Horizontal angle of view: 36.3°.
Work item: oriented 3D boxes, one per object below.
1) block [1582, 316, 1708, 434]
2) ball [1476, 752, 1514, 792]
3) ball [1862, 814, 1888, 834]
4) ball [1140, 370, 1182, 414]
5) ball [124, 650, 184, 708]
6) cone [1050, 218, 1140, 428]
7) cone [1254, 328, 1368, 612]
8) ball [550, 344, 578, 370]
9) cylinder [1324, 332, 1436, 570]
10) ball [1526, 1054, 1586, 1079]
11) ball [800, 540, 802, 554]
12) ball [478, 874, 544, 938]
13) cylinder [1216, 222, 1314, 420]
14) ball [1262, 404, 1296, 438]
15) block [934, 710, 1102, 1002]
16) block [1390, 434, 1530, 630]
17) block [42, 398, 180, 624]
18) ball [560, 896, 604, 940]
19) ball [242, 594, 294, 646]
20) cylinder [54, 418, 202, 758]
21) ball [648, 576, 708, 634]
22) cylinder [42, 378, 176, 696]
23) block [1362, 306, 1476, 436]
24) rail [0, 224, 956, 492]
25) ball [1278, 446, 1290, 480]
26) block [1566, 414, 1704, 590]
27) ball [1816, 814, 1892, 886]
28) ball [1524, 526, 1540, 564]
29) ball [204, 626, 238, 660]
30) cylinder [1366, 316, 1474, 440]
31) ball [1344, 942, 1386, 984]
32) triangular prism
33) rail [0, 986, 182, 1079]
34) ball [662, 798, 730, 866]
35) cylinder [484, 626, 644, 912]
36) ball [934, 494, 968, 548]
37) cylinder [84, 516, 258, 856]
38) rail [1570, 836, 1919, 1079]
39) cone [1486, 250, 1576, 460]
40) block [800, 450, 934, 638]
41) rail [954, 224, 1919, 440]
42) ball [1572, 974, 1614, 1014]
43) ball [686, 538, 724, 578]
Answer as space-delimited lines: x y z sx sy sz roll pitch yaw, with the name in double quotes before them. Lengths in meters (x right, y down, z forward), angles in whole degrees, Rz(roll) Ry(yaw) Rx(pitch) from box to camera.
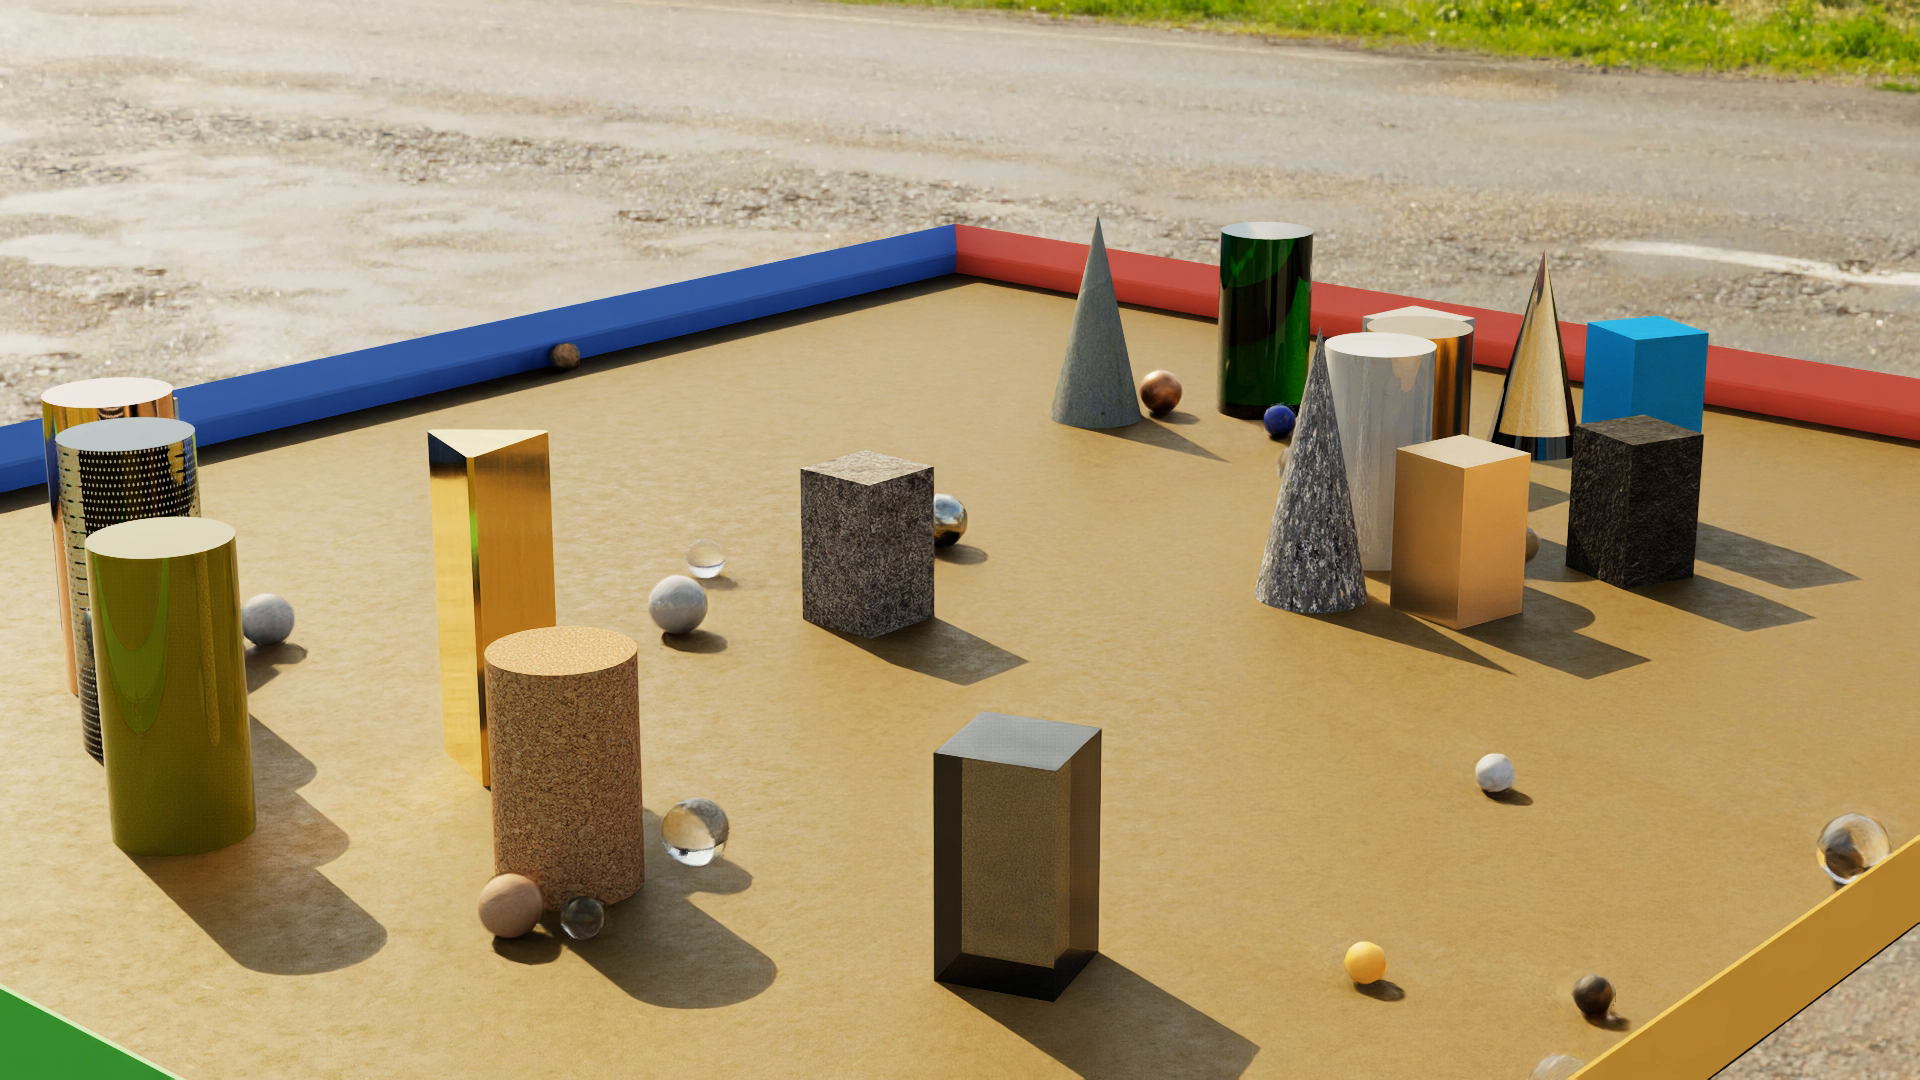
"block" 1.284 -0.217 5.527 0.159 0.374 0.159 -6 18 -20
"ball" 0.774 0.336 4.241 0.056 0.056 0.056 0 17 0
"ball" 1.240 0.404 4.015 0.056 0.056 0.056 0 17 0
"ball" 0.436 -0.322 6.362 0.093 0.093 0.093 0 17 0
"ball" -1.258 0.218 4.576 0.090 0.090 0.090 0 17 0
"cone" 0.293 -0.479 6.277 0.199 0.443 0.199 0 17 0
"cone" 0.614 -0.135 5.064 0.199 0.483 0.199 0 17 0
"ball" -0.910 -0.420 6.742 0.063 0.063 0.063 0 17 0
"cylinder" 0.754 -0.162 5.309 0.199 0.394 0.199 0 17 0
"ball" 0.672 0.615 3.276 0.080 0.080 0.080 0 17 0
"ball" -0.240 0.011 5.256 0.093 0.093 0.093 0 17 0
"ball" -0.576 0.469 3.757 0.082 0.082 0.082 0 17 0
"cylinder" 0.659 -0.475 6.346 0.199 0.395 0.199 0 17 0
"ball" 0.672 -0.251 6.168 0.069 0.069 0.069 0 17 0
"block" 0.072 0.390 3.636 0.159 0.302 0.159 7 18 22
"block" 0.854 -0.015 5.015 0.159 0.283 0.159 -12 21 -35
"block" -1.419 -0.044 4.951 0.159 0.376 0.159 5 17 16
"ball" -0.483 0.483 3.754 0.055 0.055 0.055 0 17 0
"ball" -1.150 0.133 4.860 0.088 0.088 0.088 0 17 0
"cylinder" -1.228 0.073 4.384 0.199 0.478 0.199 0 17 0
"ball" -0.473 0.109 4.922 0.099 0.099 0.099 0 17 0
"cylinder" -1.330 -0.003 4.640 0.199 0.475 0.199 0 17 0
"block" 0.925 -0.305 5.951 0.159 0.299 0.159 -14 22 -39
"rail" -1.382 -0.314 6.269 0.045 0.129 4.230 14 22 39
"ball" 0.672 -0.143 5.760 0.098 0.098 0.098 0 17 0
"block" 1.202 -0.069 5.229 0.159 0.263 0.159 -9 19 -26
"ball" 1.192 0.414 3.914 0.097 0.097 0.097 0 17 0
"ball" 1.007 0.009 5.294 0.076 0.076 0.076 0 17 0
"ball" -1.209 0.169 4.797 0.055 0.055 0.055 0 17 0
"cylinder" 0.864 -0.224 5.559 0.199 0.368 0.199 0 17 0
"ball" 0.502 0.523 3.629 0.052 0.052 0.052 0 17 0
"triangular prism" -0.708 0.089 4.298 0.149 0.496 0.172 10 19 30
"rail" -1.371 0.488 3.608 3.709 0.129 0.045 14 22 39
"ball" -0.359 0.396 3.979 0.093 0.093 0.093 0 17 0
"cylinder" -0.523 0.301 3.888 0.199 0.327 0.199 0 17 0
"ball" -0.035 -0.036 5.401 0.099 0.099 0.099 0 17 0
"cylinder" -1.087 0.201 4.049 0.199 0.427 0.199 0 17 0
"rail" 1.382 0.379 3.970 0.045 0.129 4.230 14 22 39
"cone" 1.190 -0.393 6.028 0.199 0.421 0.199 0 17 0
"block" -0.156 0.005 4.975 0.159 0.267 0.159 14 22 40
"rail" 1.371 -0.423 6.632 3.709 0.129 0.045 14 22 39
"ball" 0.766 0.549 3.547 0.048 0.048 0.048 0 17 0
"ball" -0.454 0.033 5.222 0.070 0.070 0.070 0 17 0
